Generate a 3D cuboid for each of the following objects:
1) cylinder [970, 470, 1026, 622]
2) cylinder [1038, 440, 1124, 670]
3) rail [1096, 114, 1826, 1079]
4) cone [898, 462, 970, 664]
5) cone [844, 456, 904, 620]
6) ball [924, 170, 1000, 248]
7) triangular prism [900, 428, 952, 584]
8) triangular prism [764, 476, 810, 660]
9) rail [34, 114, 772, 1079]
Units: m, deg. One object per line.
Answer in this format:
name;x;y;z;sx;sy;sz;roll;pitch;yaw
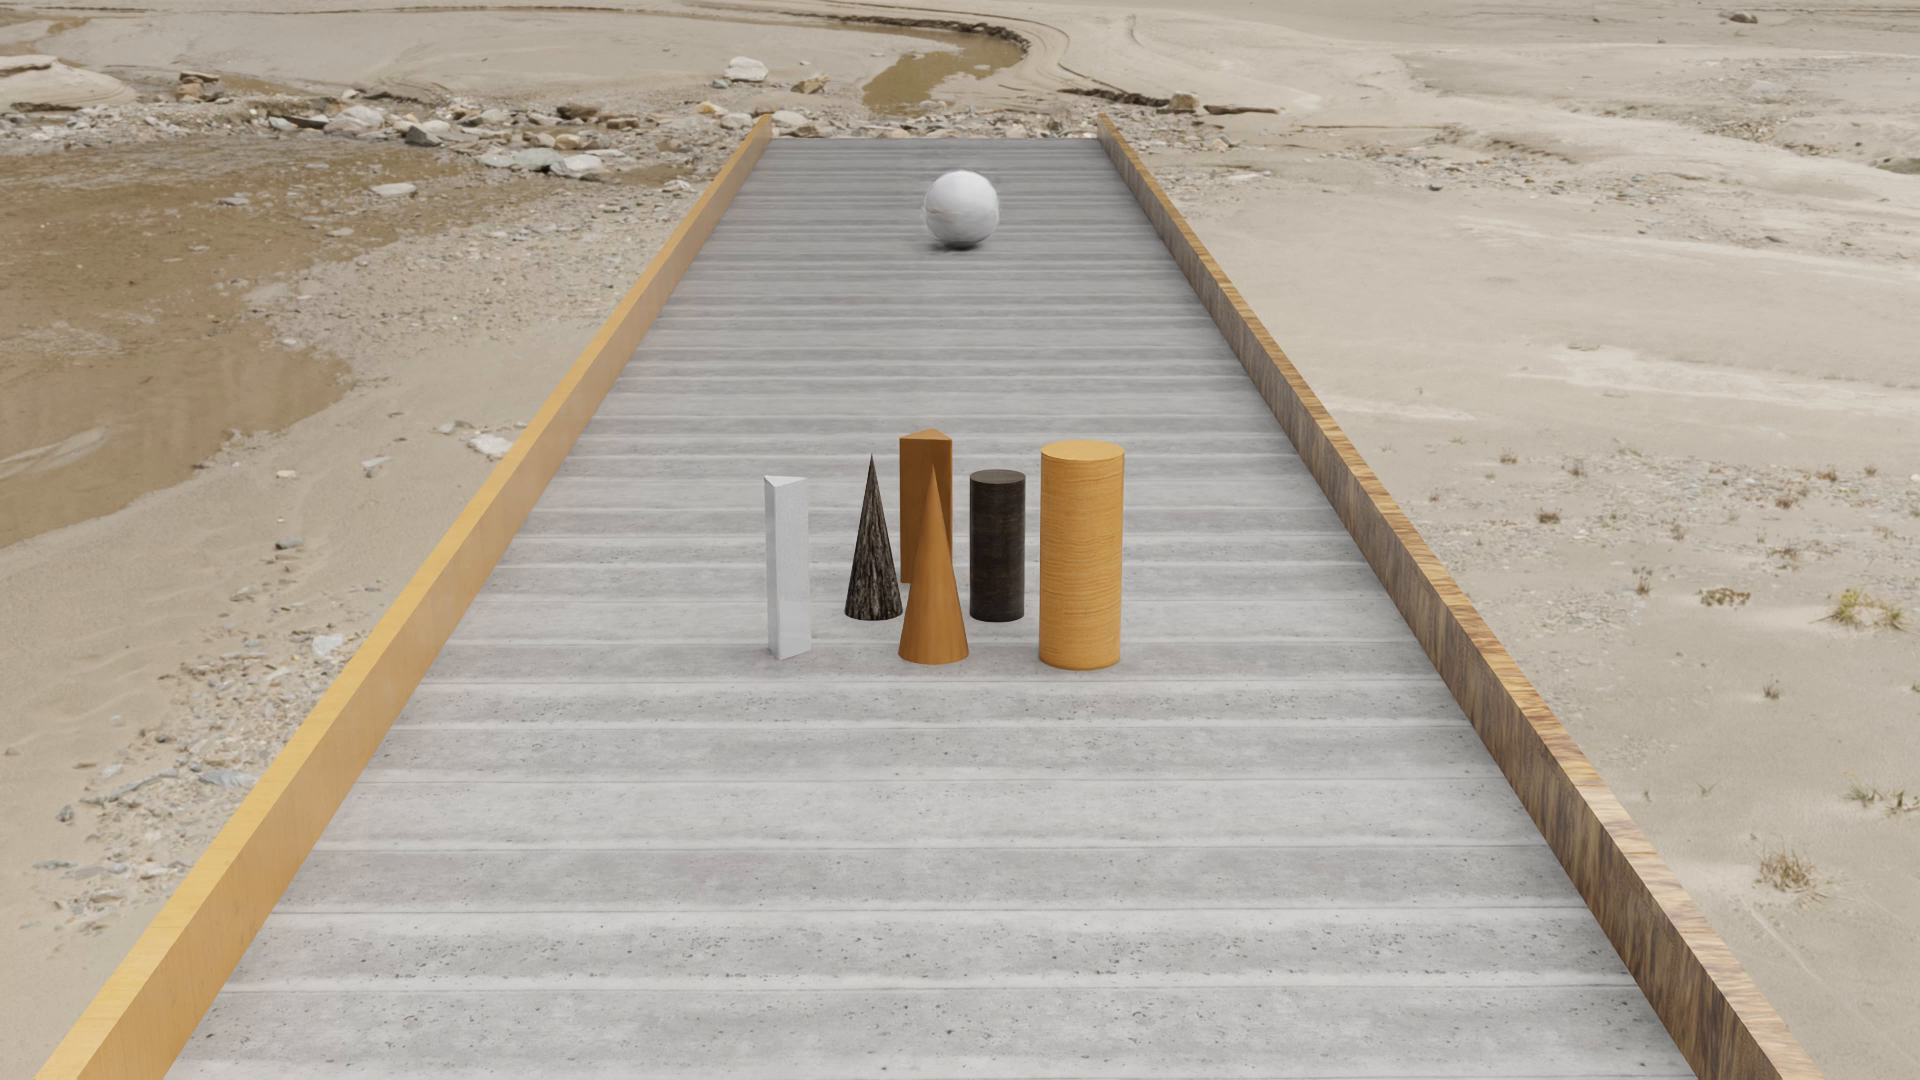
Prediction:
cylinder;0.079;0.012;4.654;0.118;0.303;0.118;0;17;0
cylinder;0.241;0.030;4.373;0.164;0.430;0.164;0;17;0
rail;0.932;-0.844;7.801;0.050;0.150;12.000;0;17;-1
cone;-0.053;0.037;4.403;0.144;0.398;0.144;0;17;0
cone;-0.185;-0.016;4.662;0.126;0.353;0.126;0;17;0
ball;0.007;-1.417;9.412;0.329;0.329;0.329;0;17;0
triangular prism;-0.068;-0.076;4.898;0.115;0.332;0.100;2;17;8
triangular prism;-0.361;0.052;4.420;0.076;0.361;0.088;14;22;40
rail;-1.118;-0.838;7.780;0.050;0.150;12.000;0;17;-1
